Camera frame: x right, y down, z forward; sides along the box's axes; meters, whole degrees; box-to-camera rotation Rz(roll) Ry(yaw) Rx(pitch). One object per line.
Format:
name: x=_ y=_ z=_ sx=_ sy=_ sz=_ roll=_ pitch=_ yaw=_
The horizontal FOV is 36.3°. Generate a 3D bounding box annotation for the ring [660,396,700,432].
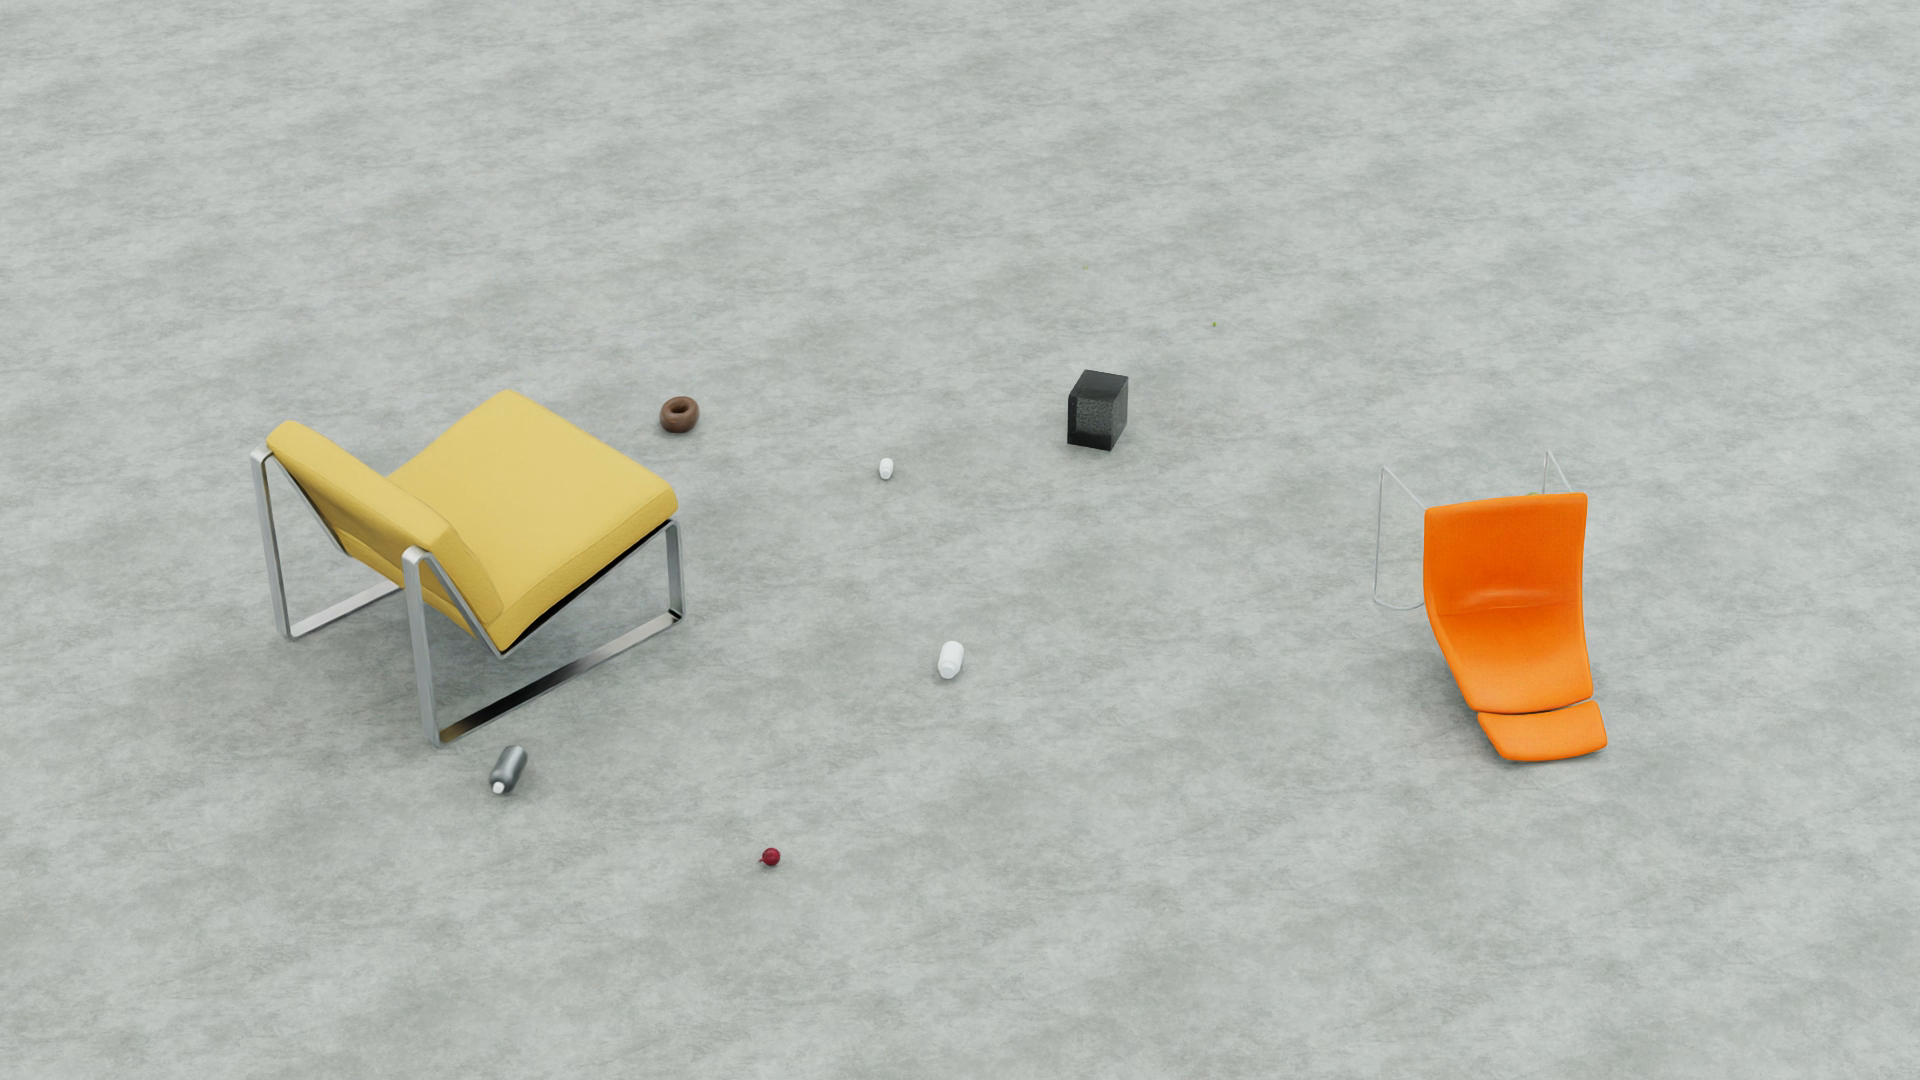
ring: x=-1.112 y=-0.497 z=11.627 sx=0.157 sy=0.082 sz=0.213 roll=6 pitch=33 yaw=7

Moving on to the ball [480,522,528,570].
ball: x=-1.671 y=0.020 z=10.754 sx=0.177 sy=0.177 sz=0.177 roll=0 pitch=33 yaw=0

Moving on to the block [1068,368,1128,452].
block: x=0.542 y=-0.511 z=11.522 sx=0.180 sy=0.218 sz=0.220 roll=11 pitch=35 yaw=16
